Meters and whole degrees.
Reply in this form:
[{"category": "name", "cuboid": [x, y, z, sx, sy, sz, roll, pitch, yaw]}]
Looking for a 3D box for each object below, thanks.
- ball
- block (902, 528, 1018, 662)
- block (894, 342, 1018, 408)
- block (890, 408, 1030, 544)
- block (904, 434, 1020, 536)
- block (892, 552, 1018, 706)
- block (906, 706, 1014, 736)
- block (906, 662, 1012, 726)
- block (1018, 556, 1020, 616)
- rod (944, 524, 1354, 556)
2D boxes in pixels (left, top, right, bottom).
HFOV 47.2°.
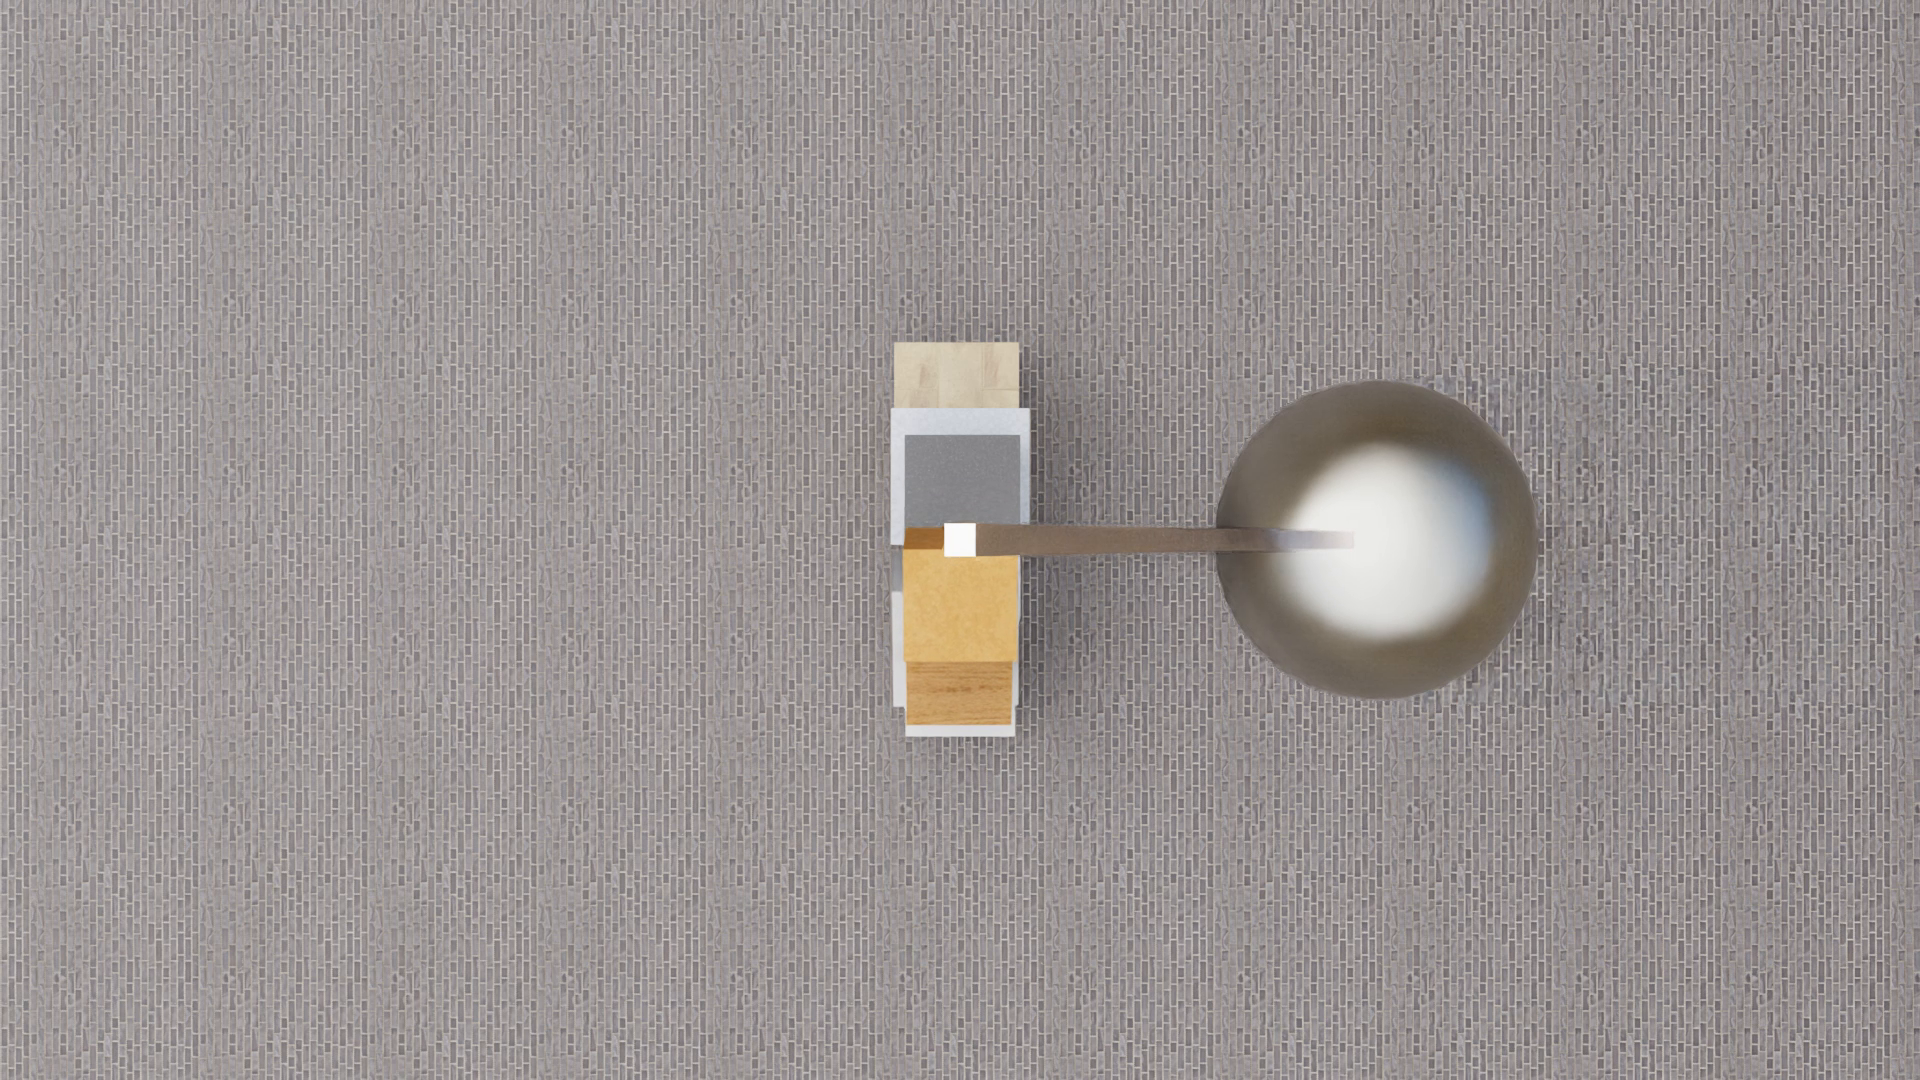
[{"category": "ball", "cuboid": [2.074, 0.000, 11.003, 1.600, 1.600, 1.600, 0, 90, 0]}, {"category": "block", "cuboid": [0.001, 0.256, 10.641, 0.536, 0.619, 0.535, 0, 100, 0]}, {"category": "block", "cuboid": [-0.019, -0.730, 12.649, 0.696, 0.703, 0.751, 0, 90, 0]}, {"category": "block", "cuboid": [0.001, -0.332, 11.896, 0.725, 0.770, 0.715, 0, 90, 0]}, {"category": "block", "cuboid": [0.012, -0.272, 11.209, 0.575, 0.605, 0.501, 0, 90, 0]}, {"category": "block", "cuboid": [-0.023, 0.476, 11.967, 0.667, 0.622, 0.656, 0, 110, 0]}, {"category": "block", "cuboid": [0.002, 0.772, 12.691, 0.615, 0.619, 0.666, 0, 90, 0]}, {"category": "block", "cuboid": [-0.004, 0.588, 11.358, 0.534, 0.598, 0.535, 0, 110, 0]}, {"category": "block", "cuboid": [0.012, 0.043, 12.641, 0.653, 0.719, 0.774, 0, 90, 0]}, {"category": "rod", "cuboid": [0.899, 0.000, 7.812, 0.080, 5.200, 0.080, 0, 90, 20]}]
